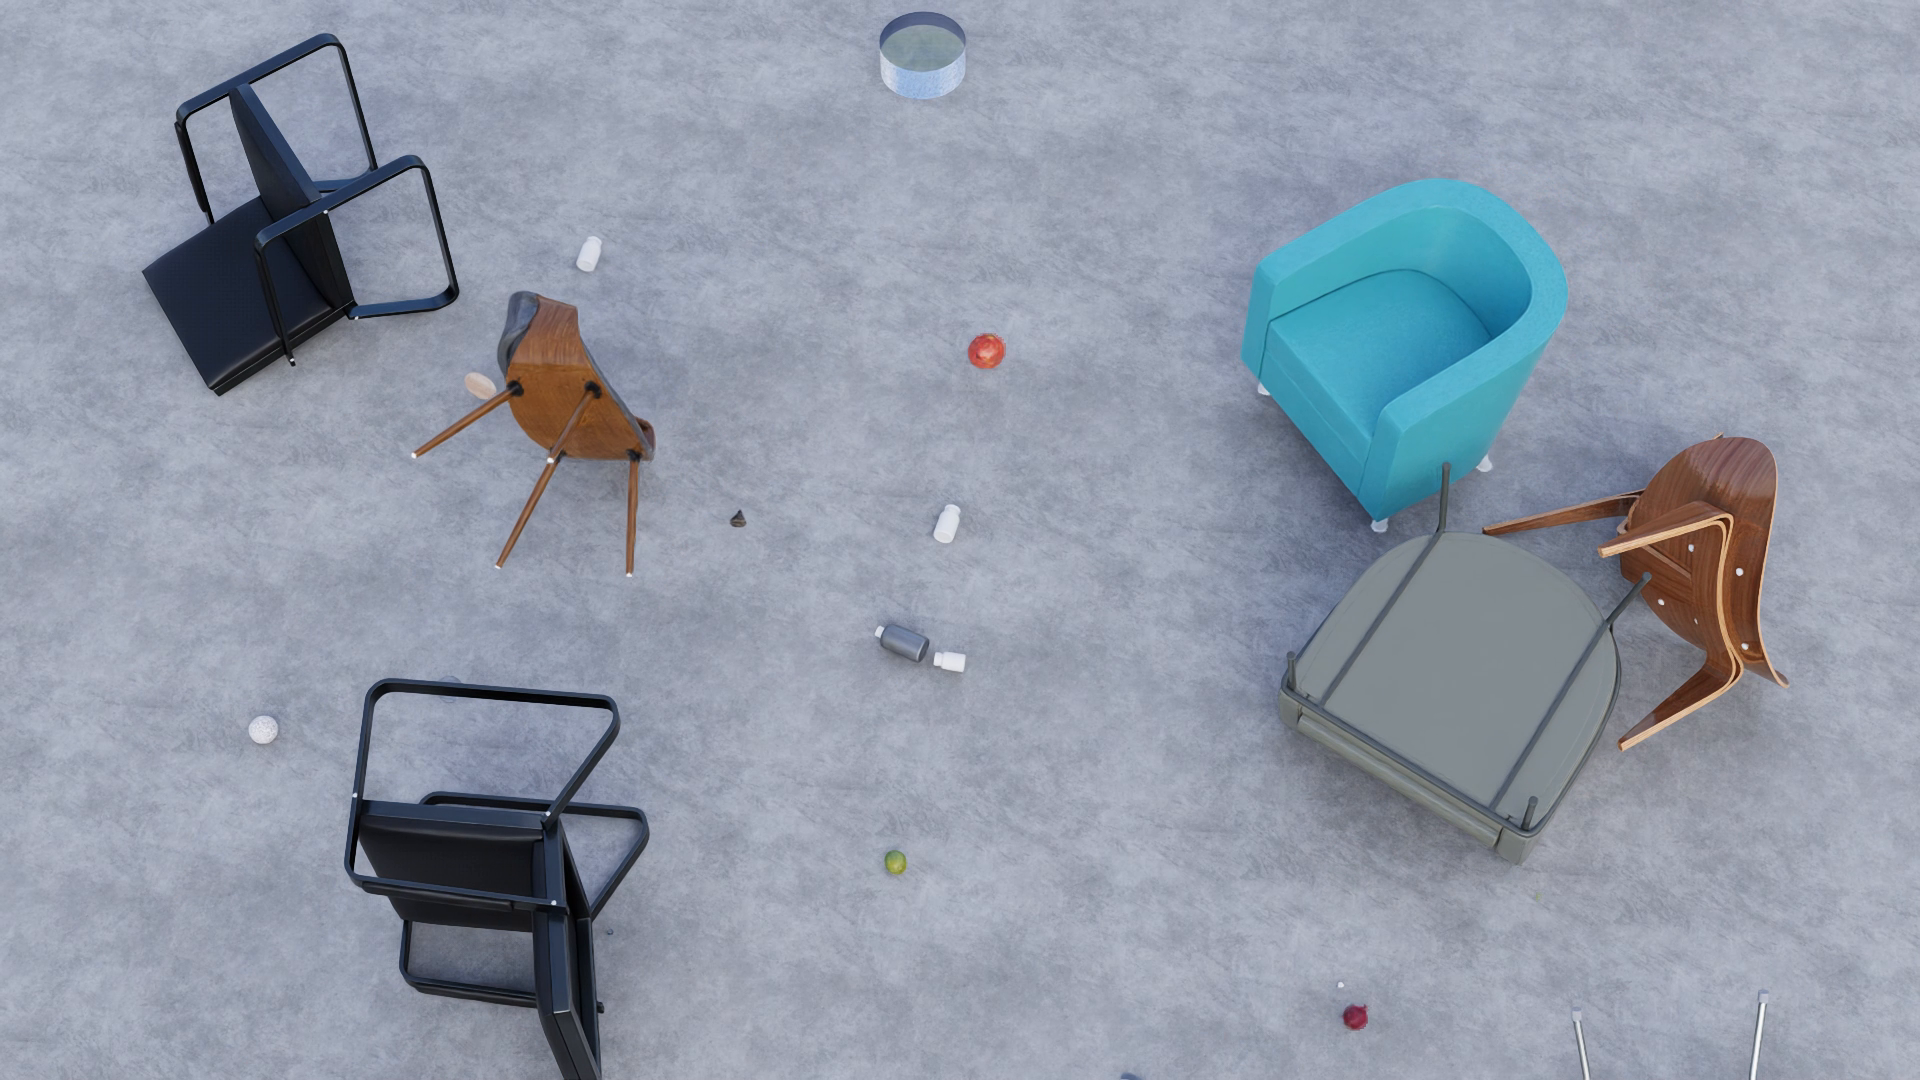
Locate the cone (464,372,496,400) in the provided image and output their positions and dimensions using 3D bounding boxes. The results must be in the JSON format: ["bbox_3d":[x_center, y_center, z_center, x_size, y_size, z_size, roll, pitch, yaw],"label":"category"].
[{"bbox_3d":[-1.487,-0.486,6.882,0.122,0.077,0.047,28,21,15],"label":"cone"}]

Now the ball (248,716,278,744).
[{"bbox_3d":[-1.954,0.532,6.169,0.080,0.080,0.080,0,56,0],"label":"ball"}]

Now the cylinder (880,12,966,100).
[{"bbox_3d":[-0.129,-1.681,7.624,0.300,0.129,0.295,-27,60,-17],"label":"cylinder"}]

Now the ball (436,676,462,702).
[{"bbox_3d":[-1.450,0.422,6.245,0.075,0.075,0.075,0,56,0],"label":"ball"}]

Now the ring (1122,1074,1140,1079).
[{"bbox_3d":[0.500,1.437,5.545,0.039,0.108,0.264,-35,56,-24],"label":"ring"}]
